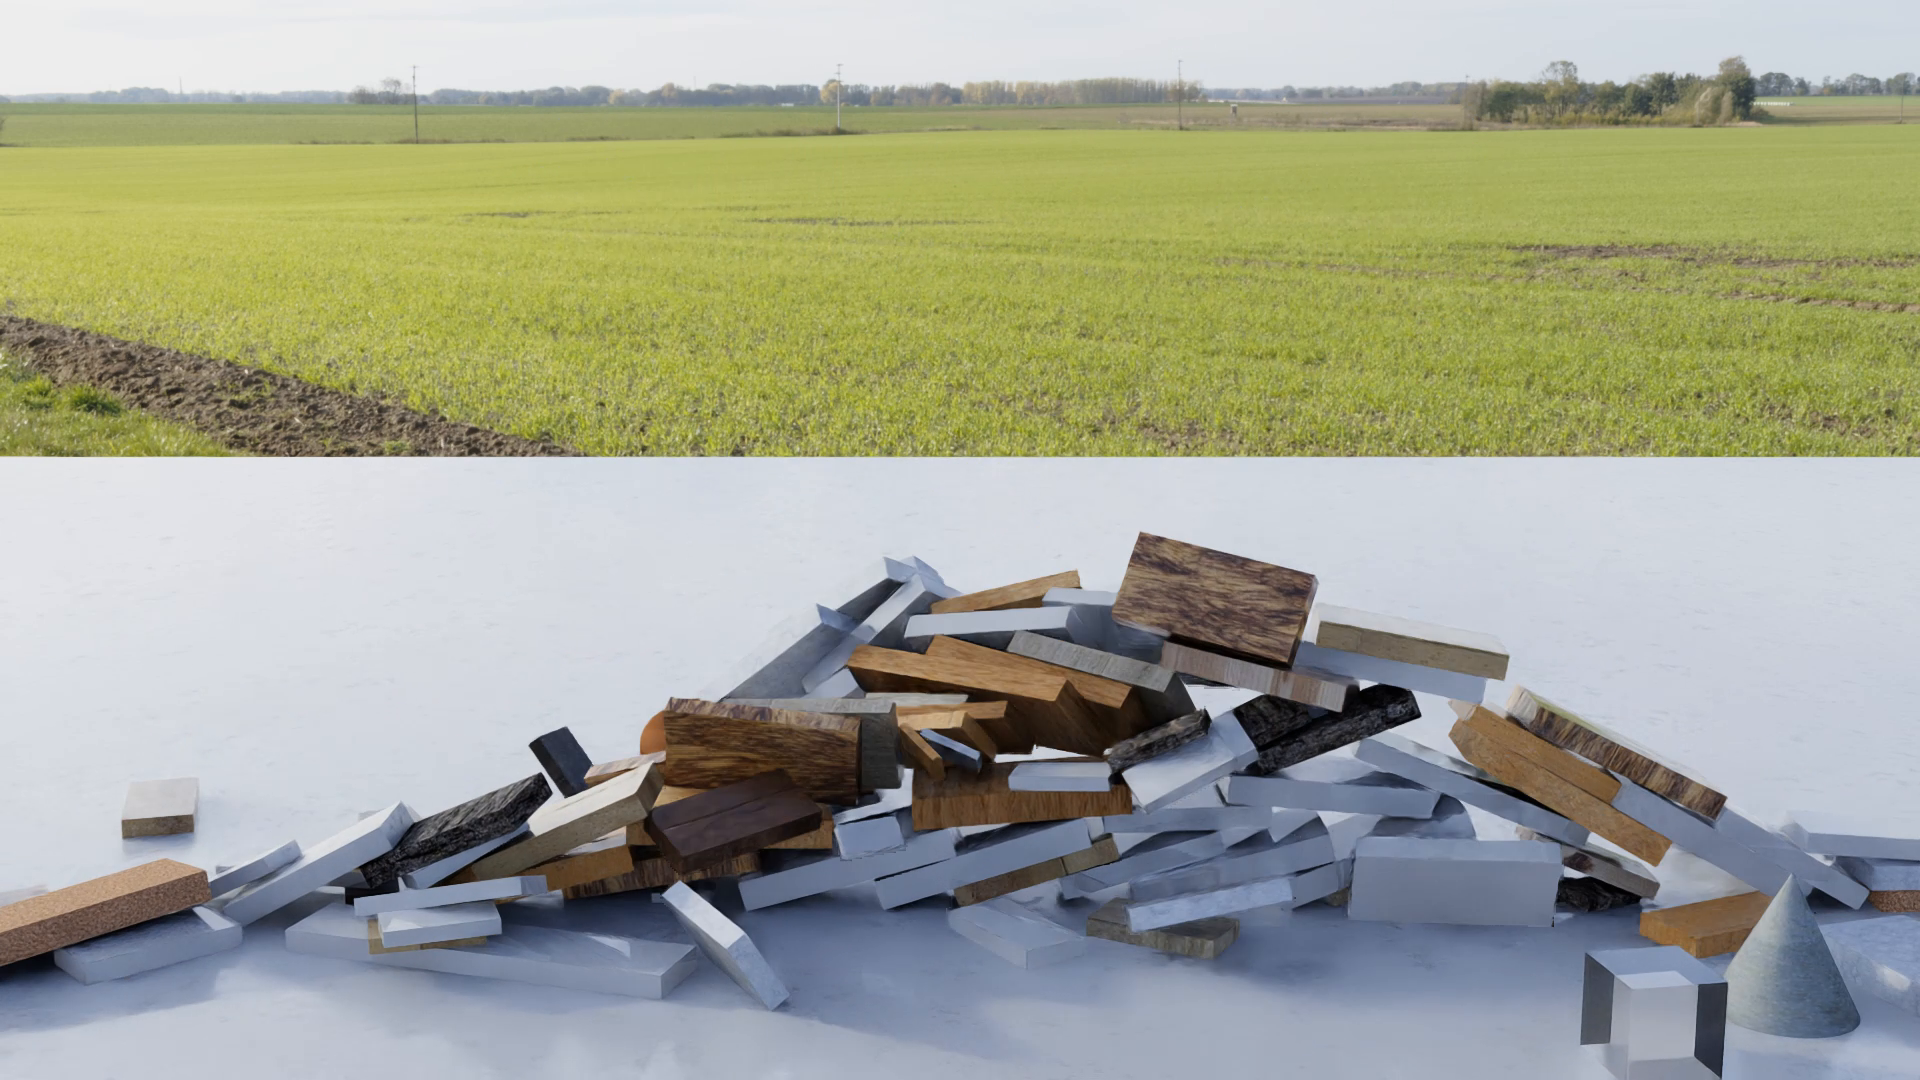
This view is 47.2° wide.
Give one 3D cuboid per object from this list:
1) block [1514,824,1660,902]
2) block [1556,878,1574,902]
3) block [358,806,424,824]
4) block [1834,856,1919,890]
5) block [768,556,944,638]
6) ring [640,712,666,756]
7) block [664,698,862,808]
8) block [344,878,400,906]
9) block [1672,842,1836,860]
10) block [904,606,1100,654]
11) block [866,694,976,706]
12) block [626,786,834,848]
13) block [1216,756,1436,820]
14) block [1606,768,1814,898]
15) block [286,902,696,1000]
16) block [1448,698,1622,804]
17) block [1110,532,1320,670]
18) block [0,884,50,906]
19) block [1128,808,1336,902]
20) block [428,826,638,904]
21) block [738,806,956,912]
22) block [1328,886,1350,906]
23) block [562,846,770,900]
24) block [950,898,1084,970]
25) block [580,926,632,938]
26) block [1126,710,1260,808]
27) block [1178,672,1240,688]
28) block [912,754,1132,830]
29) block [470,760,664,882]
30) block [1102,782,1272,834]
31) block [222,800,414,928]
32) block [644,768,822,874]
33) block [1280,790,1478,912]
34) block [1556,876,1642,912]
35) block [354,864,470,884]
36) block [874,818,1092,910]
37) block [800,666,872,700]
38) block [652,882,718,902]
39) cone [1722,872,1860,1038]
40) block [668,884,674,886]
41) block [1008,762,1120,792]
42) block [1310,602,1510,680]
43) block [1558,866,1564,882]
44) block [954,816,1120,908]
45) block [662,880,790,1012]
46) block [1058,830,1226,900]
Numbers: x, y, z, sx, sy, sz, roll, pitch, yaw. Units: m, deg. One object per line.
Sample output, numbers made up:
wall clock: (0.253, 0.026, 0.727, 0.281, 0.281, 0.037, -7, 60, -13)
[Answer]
block: (1.034, 0.525, 3.631, 0.220, 0.031, 0.110, 22, 9, -2)
block: (0.960, 0.581, 3.662, 0.136, 0.019, 0.068, 0, 11, 2)
block: (-1.012, 0.523, 3.956, 0.096, 0.027, 0.193, -6, 12, -28)
block: (1.616, 0.535, 3.637, 0.280, 0.040, 0.140, 0, 11, -2)
block: (-0.192, 0.138, 4.080, 0.311, 0.044, 0.156, -32, -35, 32)
ring: (-0.427, 0.402, 4.318, 0.403, 0.134, 0.403, 0, 10, 0)
block: (-0.328, 0.354, 3.669, 0.324, 0.149, 0.042, 6, 28, 7)
block: (-0.985, 0.575, 3.682, 0.086, 0.024, 0.173, -3, 11, -16)
block: (1.389, 0.537, 3.849, 0.245, 0.035, 0.122, 9, 10, 36)
block: (0.078, 0.189, 3.889, 0.317, 0.158, 0.045, -5, 51, 28)
block: (-0.050, 0.313, 3.844, 0.227, 0.032, 0.113, -3, -38, 38)
block: (-0.384, 0.458, 3.647, 0.333, 0.047, 0.166, 2, 12, -9)
block: (0.601, 0.403, 3.654, 0.336, 0.048, 0.168, 5, 10, -2)
block: (1.221, 0.482, 3.646, 0.356, 0.050, 0.178, 29, 9, -6)
block: (-0.722, 0.627, 3.372, 0.635, 0.036, 0.127, 3, 11, 17)
block: (0.943, 0.334, 3.619, 0.274, 0.039, 0.137, 29, 9, -5)
block: (0.418, 0.098, 3.611, 0.306, 0.153, 0.043, 15, -15, 22)
block: (-1.562, 0.599, 3.550, 0.183, 0.026, 0.091, -8, 13, -36)
block: (0.442, 0.526, 3.655, 0.336, 0.048, 0.168, -15, 10, 2)
block: (-0.703, 0.535, 3.626, 0.333, 0.047, 0.167, -14, 13, -3)
block: (-0.184, 0.519, 3.658, 0.355, 0.050, 0.178, -15, 10, 3)
block: (0.710, 0.537, 3.643, 0.220, 0.031, 0.110, -21, 10, 6)
block: (-0.490, 0.530, 3.699, 0.333, 0.047, 0.167, -9, 11, 5)
block: (0.086, 0.616, 3.448, 0.107, 0.030, 0.214, -7, 13, -33)
block: (-0.555, 0.627, 3.428, 0.103, 0.015, 0.052, 6, 12, 30)
block: (0.372, 0.356, 3.540, 0.195, 0.028, 0.098, -26, 41, -3)
block: (0.391, 0.187, 3.861, 0.270, 0.135, 0.038, 2, 33, 33)
block: (0.100, 0.415, 3.641, 0.355, 0.050, 0.178, -4, 11, 1)
block: (-0.631, 0.457, 3.546, 0.299, 0.042, 0.149, -24, 12, 8)
block: (0.373, 0.444, 3.654, 0.274, 0.039, 0.137, -2, 10, 0)
block: (-1.034, 0.524, 3.552, 0.288, 0.041, 0.144, -28, 9, 4)
block: (-0.364, 0.449, 3.533, 0.255, 0.036, 0.127, -15, 37, -33)
block: (0.673, 0.507, 3.652, 0.336, 0.048, 0.168, -22, 10, 3)
block: (1.048, 0.578, 3.608, 0.136, 0.019, 0.068, -1, 22, -36)
block: (-0.904, 0.522, 3.634, 0.198, 0.028, 0.099, 4, 19, 26)
block: (0.037, 0.510, 3.656, 0.355, 0.050, 0.178, -17, 10, 3)
block: (-0.302, 0.370, 4.014, 0.333, 0.047, 0.167, -34, -30, 3)
block: (-0.458, 0.585, 3.652, 0.105, 0.015, 0.053, -1, 9, -4)
cone: (1.192, 0.577, 3.167, 0.209, 0.209, 0.209, 0, 11, 0)
block: (-0.444, 0.554, 3.693, 0.105, 0.015, 0.053, -13, 11, -14)
block: (0.169, 0.384, 3.577, 0.166, 0.023, 0.083, -1, 11, 16)
block: (0.736, 0.165, 3.619, 0.307, 0.043, 0.153, 10, 10, 4)
block: (0.877, 0.539, 3.652, 0.220, 0.031, 0.110, -3, 10, -1)
block: (0.123, 0.530, 3.652, 0.274, 0.039, 0.137, -18, 10, 3)
block: (-0.350, 0.600, 3.268, 0.036, 0.127, 0.255, -39, 25, -17)
block: (0.294, 0.520, 3.653, 0.274, 0.039, 0.137, -16, 10, 1)
